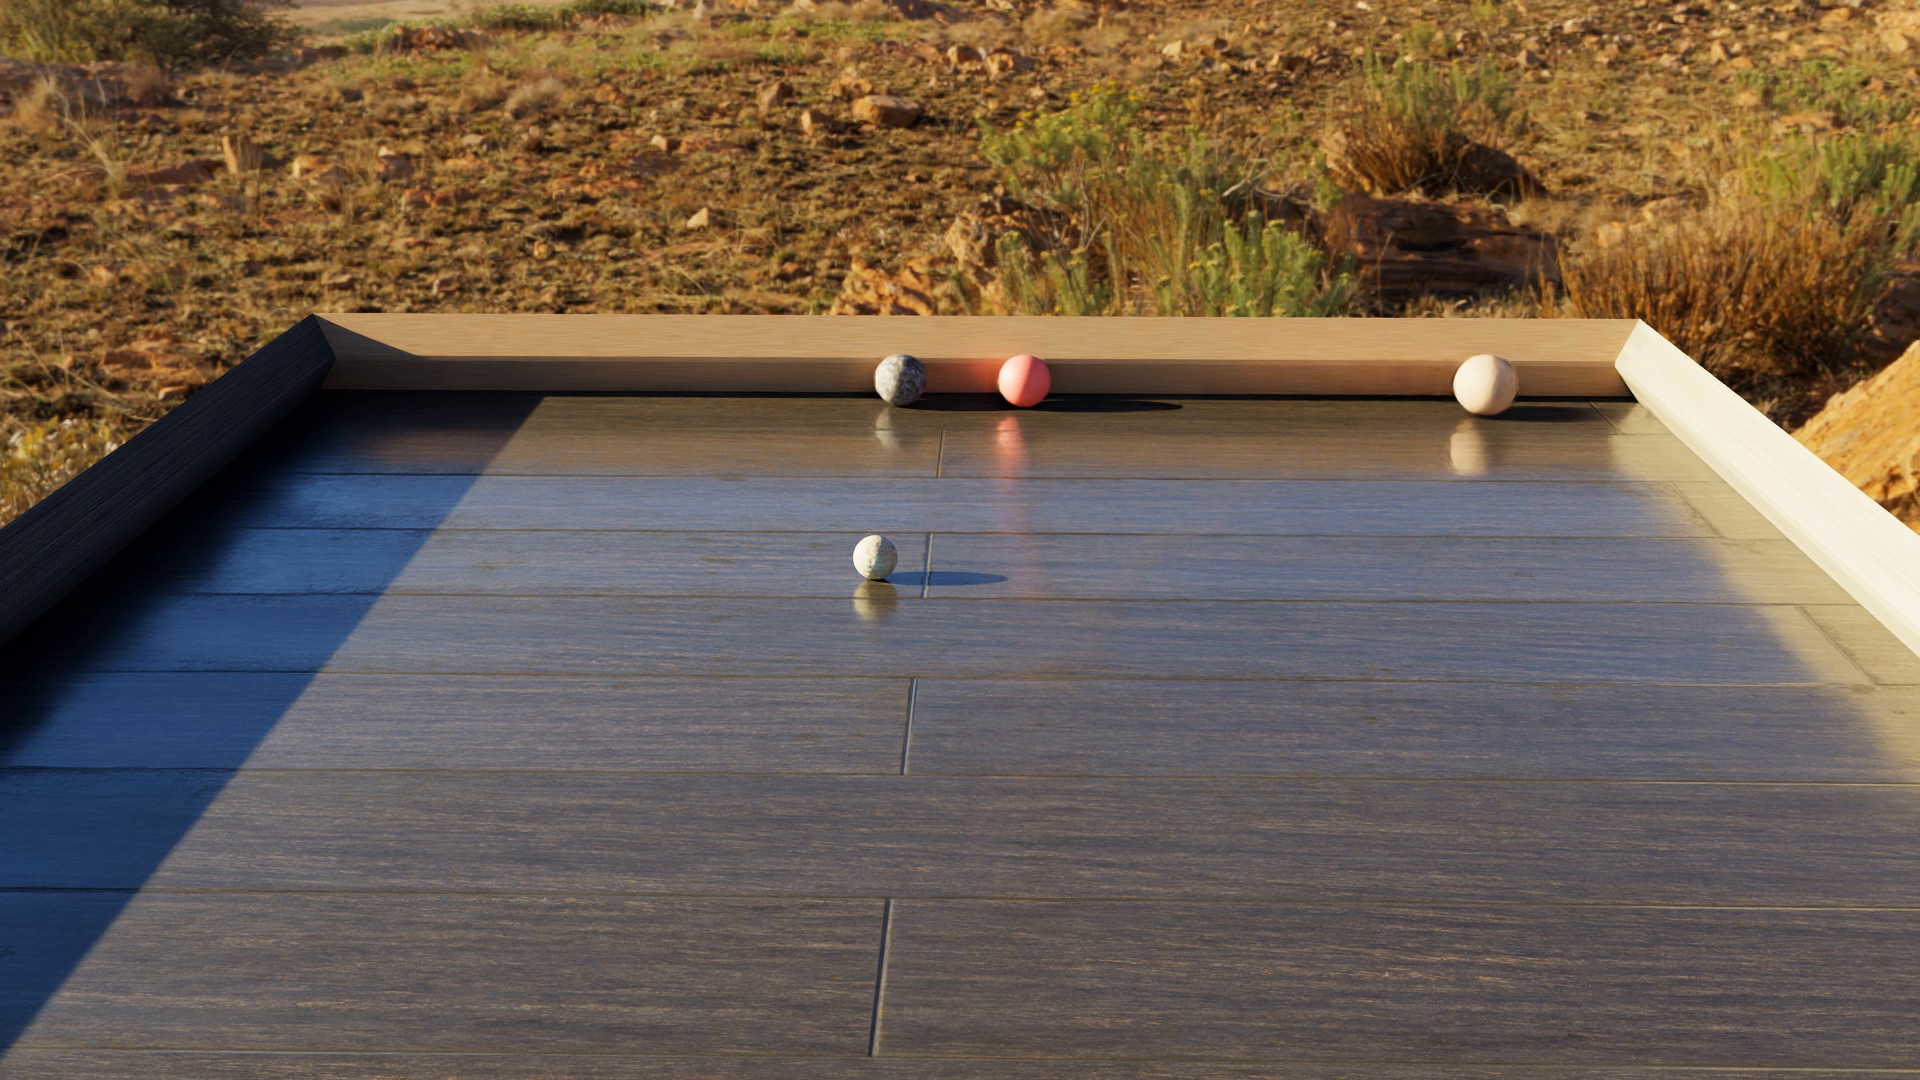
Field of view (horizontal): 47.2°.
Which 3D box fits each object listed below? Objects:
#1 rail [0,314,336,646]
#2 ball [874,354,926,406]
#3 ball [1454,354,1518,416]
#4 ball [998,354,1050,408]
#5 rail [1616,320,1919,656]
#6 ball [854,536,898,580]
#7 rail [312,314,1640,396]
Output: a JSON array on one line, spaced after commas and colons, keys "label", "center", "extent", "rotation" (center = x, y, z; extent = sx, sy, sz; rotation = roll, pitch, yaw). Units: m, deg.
[{"label": "rail", "center": [-1.035, 0.236, 1.824], "extent": [0.045, 0.121, 3.482], "rotation": [0, 18, 1]}, {"label": "ball", "center": [-0.092, -0.247, 3.391], "extent": [0.079, 0.079, 0.079], "rotation": [0, 18, 0]}, {"label": "ball", "center": [0.796, -0.235, 3.330], "extent": [0.093, 0.093, 0.093], "rotation": [0, 18, 0]}, {"label": "ball", "center": [0.099, -0.245, 3.380], "extent": [0.081, 0.081, 0.081], "rotation": [0, 18, 0]}, {"label": "rail", "center": [0.997, 0.249, 1.782], "extent": [0.045, 0.121, 3.482], "rotation": [0, 18, 1]}, {"label": "ball", "center": [-0.100, 0.021, 2.605], "extent": [0.053, 0.053, 0.053], "rotation": [0, 18, 0]}, {"label": "rail", "center": [0.018, -0.285, 3.437], "extent": [2.080, 0.121, 0.045], "rotation": [0, 18, 1]}]
